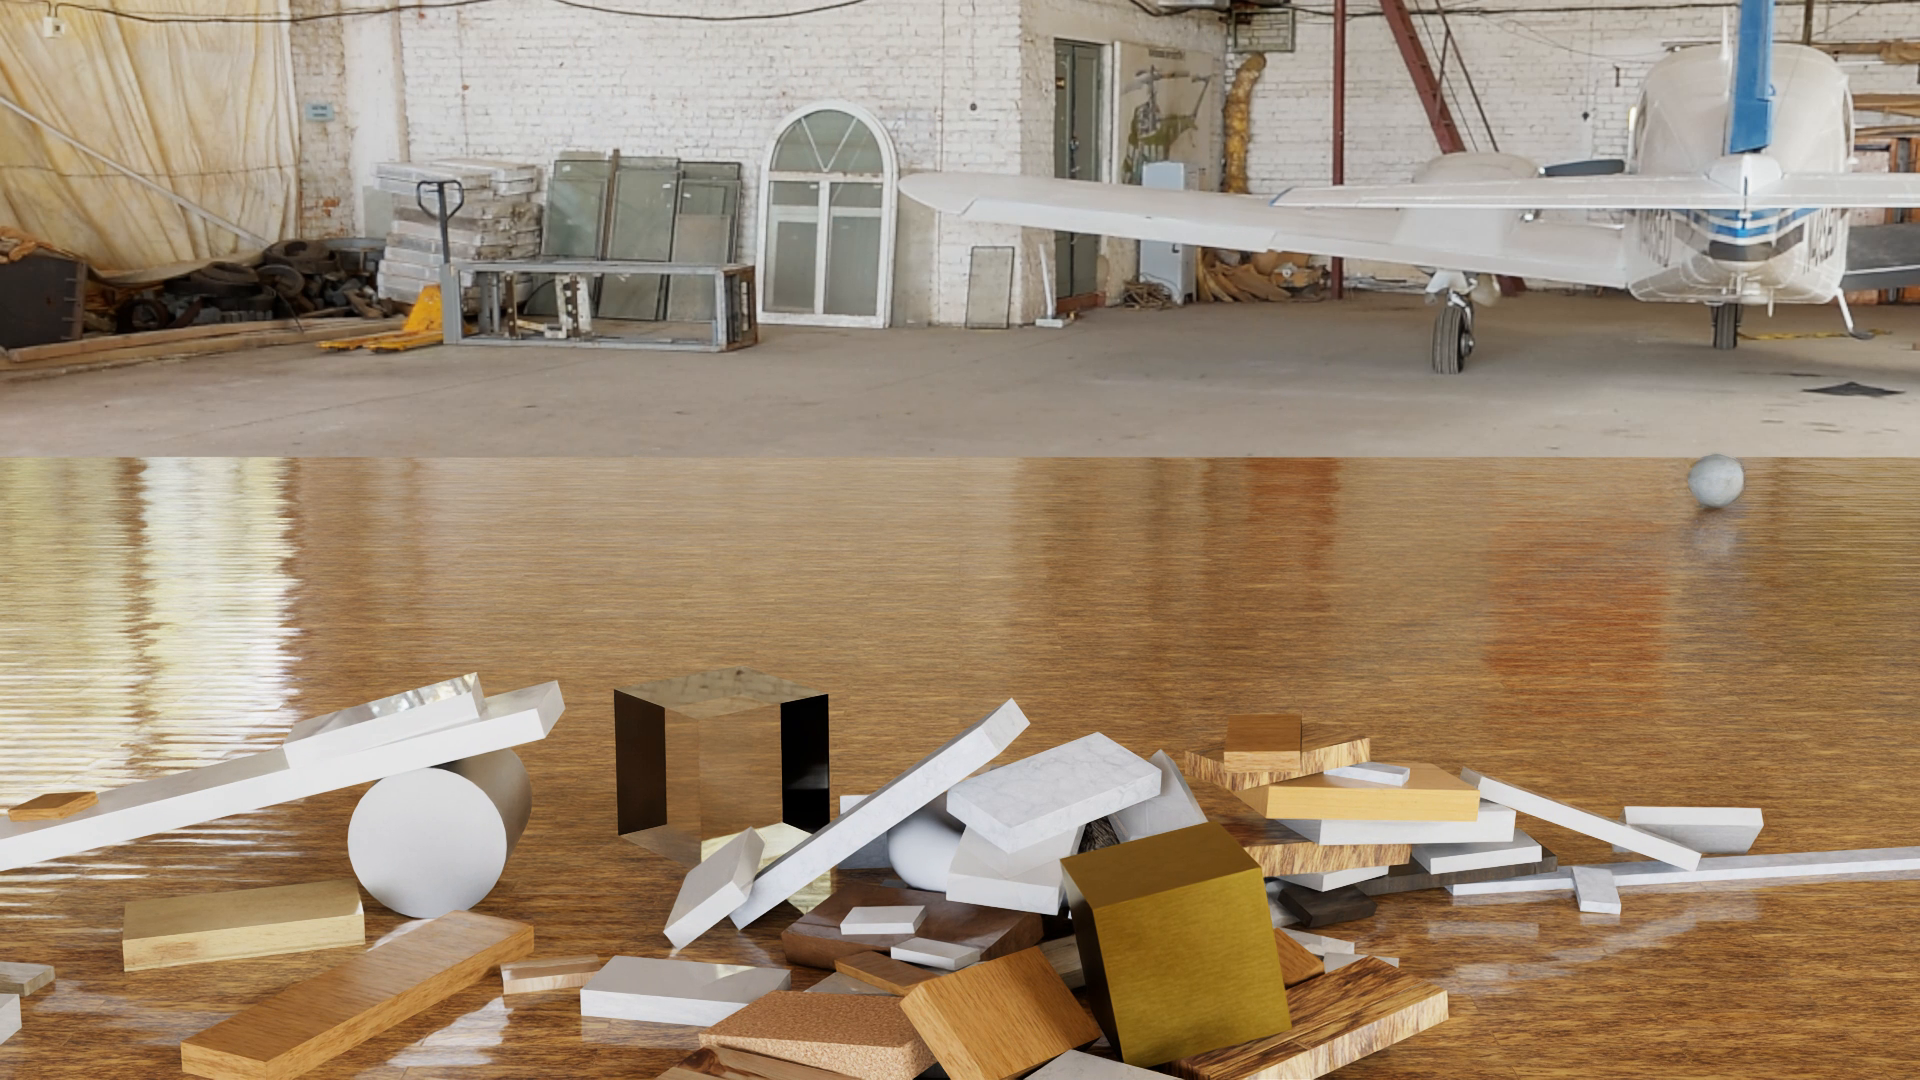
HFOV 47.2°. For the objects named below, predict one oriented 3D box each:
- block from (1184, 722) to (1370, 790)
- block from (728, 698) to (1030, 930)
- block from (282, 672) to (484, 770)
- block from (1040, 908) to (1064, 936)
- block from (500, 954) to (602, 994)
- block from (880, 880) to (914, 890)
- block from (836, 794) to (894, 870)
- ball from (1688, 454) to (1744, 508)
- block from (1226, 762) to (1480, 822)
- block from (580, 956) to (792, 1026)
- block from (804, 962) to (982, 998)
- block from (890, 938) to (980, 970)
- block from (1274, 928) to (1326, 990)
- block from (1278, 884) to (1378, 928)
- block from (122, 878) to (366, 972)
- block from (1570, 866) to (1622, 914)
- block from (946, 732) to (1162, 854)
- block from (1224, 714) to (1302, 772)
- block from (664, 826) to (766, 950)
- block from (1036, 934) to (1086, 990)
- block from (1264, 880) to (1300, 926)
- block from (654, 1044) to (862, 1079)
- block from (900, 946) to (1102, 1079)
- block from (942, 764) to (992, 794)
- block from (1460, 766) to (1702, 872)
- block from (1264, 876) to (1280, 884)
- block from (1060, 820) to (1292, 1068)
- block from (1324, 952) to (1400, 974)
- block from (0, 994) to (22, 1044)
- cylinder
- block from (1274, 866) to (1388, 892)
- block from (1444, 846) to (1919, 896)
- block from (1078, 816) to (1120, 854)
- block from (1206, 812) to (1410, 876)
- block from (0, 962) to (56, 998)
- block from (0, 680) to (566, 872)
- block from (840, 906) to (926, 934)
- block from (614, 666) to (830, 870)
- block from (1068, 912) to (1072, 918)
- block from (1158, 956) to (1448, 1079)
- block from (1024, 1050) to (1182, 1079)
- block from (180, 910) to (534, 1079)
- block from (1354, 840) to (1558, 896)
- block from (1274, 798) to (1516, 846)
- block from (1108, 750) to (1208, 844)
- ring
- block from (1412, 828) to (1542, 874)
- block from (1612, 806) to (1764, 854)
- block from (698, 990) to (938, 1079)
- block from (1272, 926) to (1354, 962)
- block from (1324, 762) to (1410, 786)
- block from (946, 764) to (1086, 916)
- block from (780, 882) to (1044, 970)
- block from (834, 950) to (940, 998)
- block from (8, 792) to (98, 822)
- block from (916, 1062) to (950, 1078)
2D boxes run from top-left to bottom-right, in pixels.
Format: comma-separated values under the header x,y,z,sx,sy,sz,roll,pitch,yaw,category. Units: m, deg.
x,y,z,sx,sy,sz,roll,pitch,yaw,category
0.511,0.347,3.535,0.269,0.038,0.135,-8,11,-29,block
-0.135,0.436,3.493,0.540,0.051,0.179,-36,-2,20,block
-0.930,0.292,3.564,0.303,0.043,0.152,-16,11,-7,block
0.041,0.598,3.537,0.228,0.032,0.114,9,14,40,block
-0.612,0.649,3.293,0.145,0.021,0.072,-3,11,-16,block
-0.052,0.573,3.522,0.160,0.023,0.080,2,11,13,block
-0.150,0.494,3.712,0.110,0.031,0.220,-1,-33,-6,block
2.554,-0.200,7.426,0.181,0.181,0.181,0,11,0,ball
0.635,0.405,3.563,0.360,0.051,0.180,3,8,-14,block
-0.397,0.658,3.198,0.274,0.039,0.137,2,11,12,block
-0.081,0.640,3.115,0.274,0.039,0.137,-9,3,26,block
-0.036,0.594,3.158,0.117,0.017,0.059,2,8,39,block
0.399,0.635,3.137,0.220,0.031,0.110,-22,28,-22,block
0.592,0.584,3.540,0.152,0.022,0.076,-1,28,-38,block
-1.126,0.603,3.461,0.353,0.050,0.176,-4,11,-19,block
1.050,0.578,3.633,0.063,0.018,0.126,4,18,7,block
0.149,0.392,3.445,0.308,0.044,0.154,-16,29,-34,block
0.482,0.321,3.484,0.116,0.033,0.231,-2,9,10,block
-0.392,0.557,3.536,0.137,0.039,0.274,-37,8,7,block
0.189,0.619,3.263,0.203,0.029,0.102,-12,18,-21,block
0.511,0.587,3.546,0.152,0.022,0.076,-8,37,-37,block
-0.187,0.731,2.781,0.428,0.048,0.168,5,12,27,block
0.058,0.637,2.916,0.154,0.044,0.308,52,24,20,block
0.075,0.402,3.655,0.229,0.032,0.114,2,5,9,block
1.045,0.472,3.721,0.395,0.033,0.116,19,2,-3,block
0.462,0.561,3.616,0.199,0.028,0.099,-6,43,-29,block
0.290,0.547,2.993,0.230,0.230,0.230,-13,10,-6,block
0.579,0.660,3.209,0.110,0.031,0.220,3,11,14,block
-1.431,0.698,2.950,0.176,0.050,0.353,1,11,4,block
-0.858,0.464,3.653,0.254,0.254,0.254,0,11,-2,cylinder
0.612,0.539,3.617,0.095,0.027,0.191,11,10,43,block
1.301,0.563,3.767,0.982,0.018,0.063,-2,11,-9,block
0.236,0.488,3.530,0.114,0.032,0.229,43,11,-13,block
0.523,0.494,3.601,0.404,0.051,0.180,0,9,-30,block
-1.436,0.652,3.279,0.145,0.021,0.072,2,11,12,block
-1.270,0.423,3.590,1.256,0.050,0.176,-14,11,3,block
-0.115,0.572,3.312,0.117,0.017,0.059,-5,16,20,block
-0.425,0.403,3.929,0.273,0.273,0.273,-9,14,-39,block
0.284,0.563,3.334,0.229,0.032,0.114,11,10,6,block
0.468,0.669,2.991,0.384,0.044,0.154,-15,16,-29,block
0.245,0.733,2.758,0.357,0.051,0.179,7,13,33,block
-0.856,0.657,3.190,0.152,0.043,0.573,5,12,26,block
0.786,0.555,3.698,0.418,0.027,0.095,-6,11,-8,block
0.713,0.452,3.641,0.360,0.051,0.180,2,8,-20,block
0.321,0.459,3.507,0.038,0.135,0.269,43,11,-28,block
0.052,0.500,3.548,0.345,0.115,0.345,6,14,-2,ring
0.867,0.522,3.693,0.191,0.027,0.095,-6,11,-7,block
1.266,0.507,3.835,0.231,0.033,0.116,1,-33,3,block
-0.167,0.666,2.962,0.336,0.048,0.168,-5,8,34,block
0.523,0.629,3.398,0.152,0.022,0.076,7,12,32,block
0.658,0.373,3.554,0.126,0.018,0.063,7,8,21,block
0.098,0.459,3.404,0.168,0.048,0.336,6,24,11,block
-0.073,0.596,3.327,0.357,0.051,0.179,0,18,34,block
-0.103,0.616,3.123,0.059,0.017,0.257,-11,3,-24,block
-1.491,0.438,3.614,0.145,0.021,0.072,-7,13,36,block
-0.038,0.686,2.977,0.076,0.021,0.151,1,11,3,block
